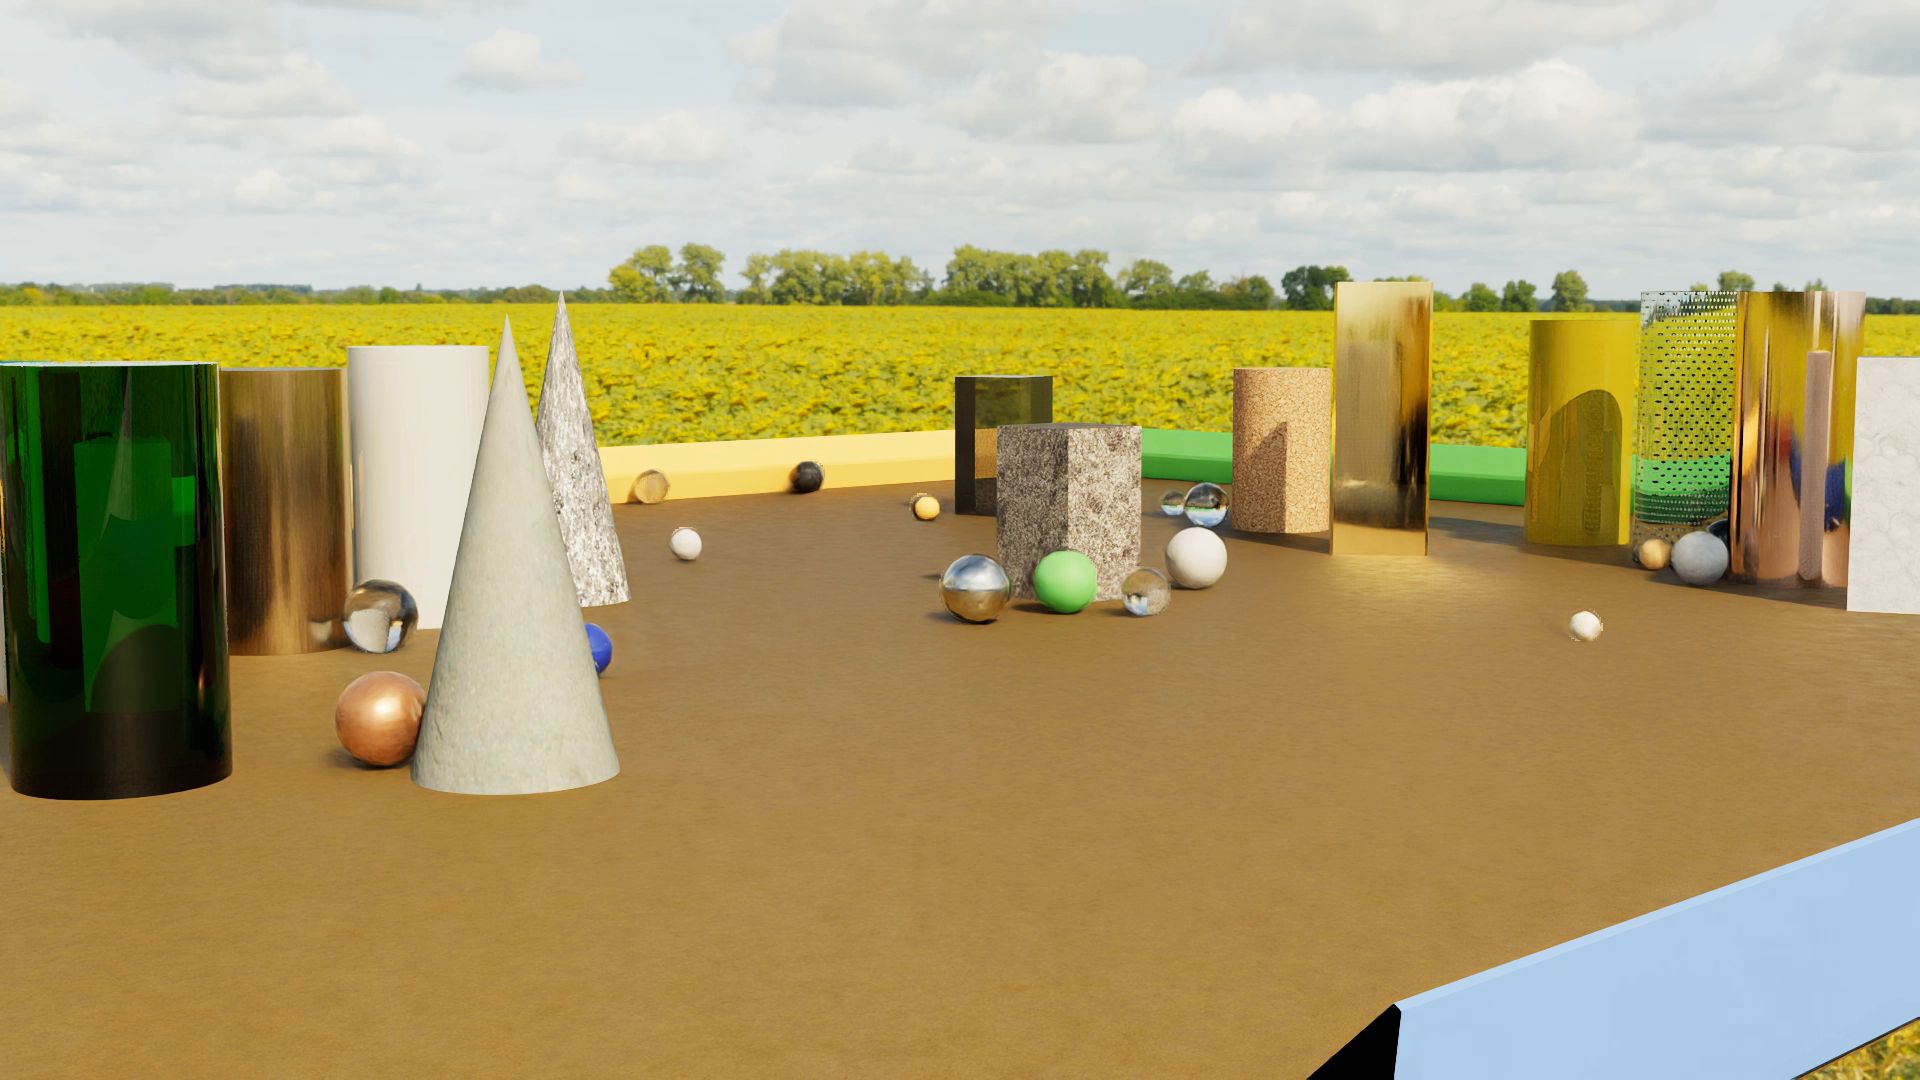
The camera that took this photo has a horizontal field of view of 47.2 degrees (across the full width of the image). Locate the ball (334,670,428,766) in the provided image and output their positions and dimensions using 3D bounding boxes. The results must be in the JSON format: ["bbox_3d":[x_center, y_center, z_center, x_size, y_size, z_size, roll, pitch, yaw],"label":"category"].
[{"bbox_3d":[-0.563,0.174,2.150,0.093,0.093,0.093,0,6,0],"label":"ball"}]

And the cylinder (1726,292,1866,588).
[{"bbox_3d":[1.371,-0.169,3.612,0.199,0.475,0.199,0,6,0],"label":"cylinder"}]

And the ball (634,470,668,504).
[{"bbox_3d":[-0.713,-0.123,5.082,0.080,0.080,0.080,0,6,0],"label":"ball"}]

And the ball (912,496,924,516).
[{"bbox_3d":[-0.080,-0.071,4.735,0.048,0.048,0.048,0,6,0],"label":"ball"}]

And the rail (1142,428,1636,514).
[{"bbox_3d":[1.537,-0.113,4.742,0.045,0.129,3.709,-5,8,-42],"label":"rail"}]

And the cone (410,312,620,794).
[{"bbox_3d":[-0.429,0.004,2.106,0.199,0.443,0.199,0,6,0],"label":"cone"}]

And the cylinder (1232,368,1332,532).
[{"bbox_3d":[0.658,-0.187,4.507,0.199,0.327,0.199,0,6,0],"label":"cylinder"}]

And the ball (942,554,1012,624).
[{"bbox_3d":[0.023,0.070,3.141,0.099,0.099,0.099,0,6,0],"label":"ball"}]

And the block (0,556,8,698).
[{"bbox_3d":[-1.017,0.032,2.542,0.159,0.299,0.159,-4,7,-35],"label":"block"}]

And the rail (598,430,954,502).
[{"bbox_3d":[-1.241,-0.106,4.670,4.230,0.129,0.045,-5,8,-42],"label":"rail"}]

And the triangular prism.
[{"bbox_3d":[0.776,-0.227,4.069,0.172,0.496,0.149,1,6,8],"label":"triangular prism"}]

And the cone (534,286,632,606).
[{"bbox_3d":[-0.610,-0.149,3.386,0.199,0.483,0.199,0,6,0],"label":"cone"}]

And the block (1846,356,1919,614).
[{"bbox_3d":[1.426,-0.086,3.301,0.159,0.376,0.159,2,6,23],"label":"block"}]

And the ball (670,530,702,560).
[{"bbox_3d":[-0.489,0.009,3.927,0.056,0.056,0.056,0,6,0],"label":"ball"}]

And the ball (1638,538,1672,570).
[{"bbox_3d":[1.195,0.025,3.779,0.055,0.055,0.055,0,6,0],"label":"ball"}]

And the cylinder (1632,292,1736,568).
[{"bbox_3d":[1.300,-0.199,3.887,0.199,0.478,0.199,0,6,0],"label":"cylinder"}]

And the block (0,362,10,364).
[{"bbox_3d":[-1.327,-0.054,3.004,0.159,0.374,0.159,-2,6,-15],"label":"block"}]

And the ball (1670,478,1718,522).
[{"bbox_3d":[1.548,-0.083,4.634,0.094,0.094,0.094,0,6,0],"label":"ball"}]

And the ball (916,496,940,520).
[{"bbox_3d":[-0.069,-0.067,4.681,0.052,0.052,0.052,0,6,0],"label":"ball"}]

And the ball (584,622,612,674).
[{"bbox_3d":[-0.456,0.134,2.668,0.069,0.069,0.069,0,6,0],"label":"ball"}]

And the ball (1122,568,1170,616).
[{"bbox_3d":[0.271,0.076,3.214,0.070,0.070,0.070,0,6,0],"label":"ball"}]

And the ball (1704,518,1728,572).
[{"bbox_3d":[1.314,0.009,3.764,0.090,0.090,0.090,0,6,0],"label":"ball"}]

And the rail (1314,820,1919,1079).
[{"bbox_3d":[1.241,0.173,1.994,4.230,0.129,0.045,-5,8,-42],"label":"rail"}]

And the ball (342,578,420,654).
[{"bbox_3d":[-0.754,0.099,2.863,0.098,0.098,0.098,0,6,0],"label":"ball"}]

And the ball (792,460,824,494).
[{"bbox_3d":[-0.374,-0.155,5.391,0.080,0.080,0.080,0,6,0],"label":"ball"}]

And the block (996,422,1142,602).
[{"bbox_3d":[0.170,-0.045,3.437,0.159,0.267,0.159,-5,8,-42],"label":"block"}]

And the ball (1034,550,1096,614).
[{"bbox_3d":[0.155,0.062,3.246,0.093,0.093,0.093,0,6,0],"label":"ball"}]

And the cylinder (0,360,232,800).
[{"bbox_3d":[-0.801,0.031,2.085,0.199,0.395,0.199,0,6,0],"label":"cylinder"}]

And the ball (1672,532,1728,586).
[{"bbox_3d":[1.204,0.030,3.581,0.088,0.088,0.088,0,6,0],"label":"ball"}]

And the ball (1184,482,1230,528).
[{"bbox_3d":[0.508,-0.072,4.530,0.093,0.093,0.093,0,6,0],"label":"ball"}]

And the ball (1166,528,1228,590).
[{"bbox_3d":[0.379,0.029,3.529,0.099,0.099,0.099,0,6,0],"label":"ball"}]

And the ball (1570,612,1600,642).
[{"bbox_3d":[0.844,0.117,2.971,0.040,0.040,0.040,0,6,0],"label":"ball"}]

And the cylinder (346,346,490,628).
[{"bbox_3d":[-0.775,-0.081,3.167,0.199,0.394,0.199,0,6,0],"label":"cylinder"}]

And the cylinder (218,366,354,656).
[{"bbox_3d":[-0.913,-0.043,2.925,0.199,0.368,0.199,0,6,0],"label":"cylinder"}]

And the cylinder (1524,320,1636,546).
[{"bbox_3d":[1.199,-0.211,4.258,0.199,0.427,0.199,0,6,0],"label":"cylinder"}]

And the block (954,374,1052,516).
[{"bbox_3d":[0.097,-0.209,4.837,0.159,0.302,0.159,3,7,29],"label":"block"}]

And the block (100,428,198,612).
[{"bbox_3d":[-1.209,-0.032,3.325,0.159,0.263,0.159,-2,6,-21],"label":"block"}]

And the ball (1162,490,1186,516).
[{"bbox_3d":[0.466,-0.080,4.787,0.055,0.055,0.055,0,6,0],"label":"ball"}]
